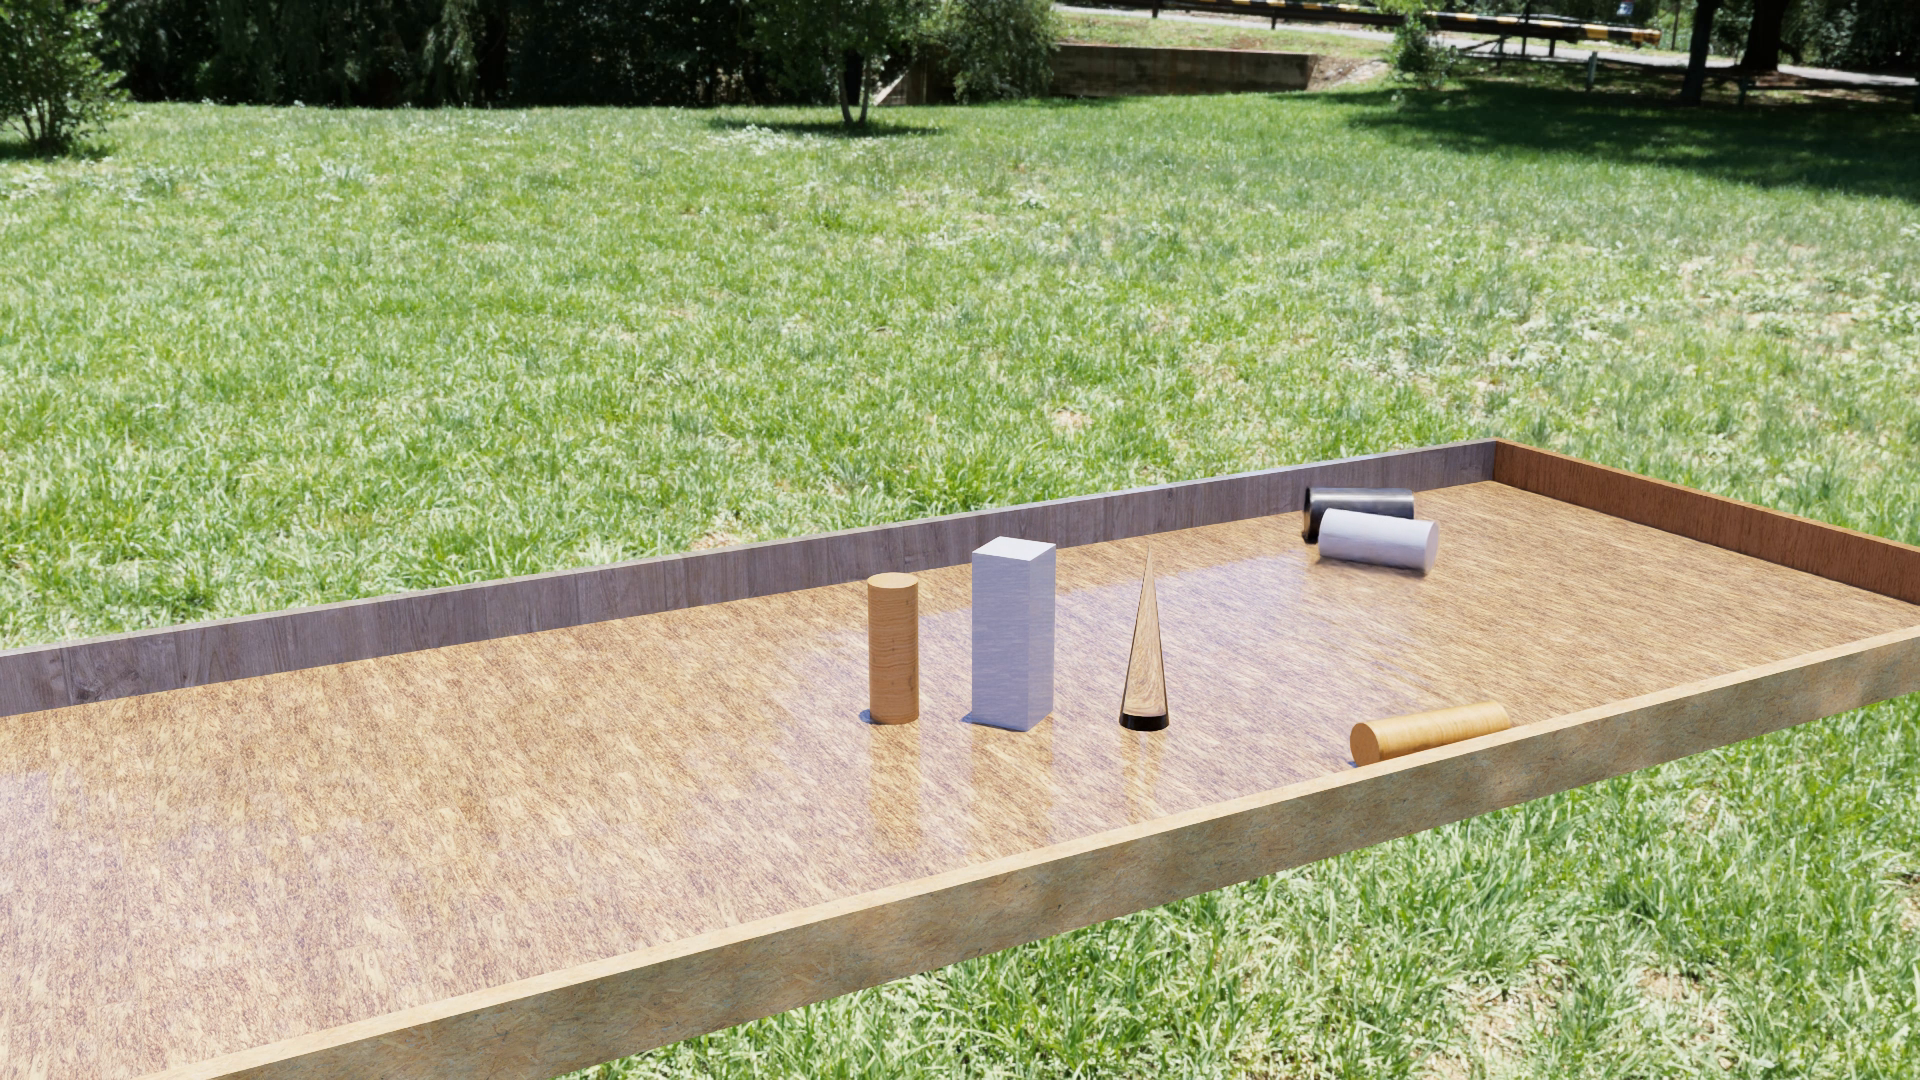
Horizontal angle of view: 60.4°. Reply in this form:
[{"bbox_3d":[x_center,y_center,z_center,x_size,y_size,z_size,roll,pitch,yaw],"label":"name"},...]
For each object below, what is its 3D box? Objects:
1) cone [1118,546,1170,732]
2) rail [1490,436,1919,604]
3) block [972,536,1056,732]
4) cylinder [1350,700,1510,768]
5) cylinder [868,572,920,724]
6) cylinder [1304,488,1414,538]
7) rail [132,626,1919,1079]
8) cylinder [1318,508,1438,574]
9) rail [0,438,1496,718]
[{"bbox_3d":[0.434,0.215,3.831,0.120,0.447,0.120,0,16,0],"label":"cone"},{"bbox_3d":[2.466,-0.048,5.253,0.050,0.150,2.100,-9,18,-27],"label":"rail"},{"bbox_3d":[0.126,0.219,3.872,0.146,0.416,0.146,8,18,26],"label":"block"},{"bbox_3d":[1.047,0.437,3.670,0.349,0.111,0.111,-6,18,-21],"label":"cylinder"},{"bbox_3d":[-0.156,0.256,3.885,0.119,0.338,0.119,0,16,0],"label":"cylinder"},{"bbox_3d":[1.293,-0.086,5.356,0.325,0.164,0.164,1,16,5],"label":"cylinder"},{"bbox_3d":[-2.336,1.006,1.665,12.000,0.150,0.050,-9,18,-27],"label":"rail"},{"bbox_3d":[1.286,0.001,5.073,0.328,0.156,0.156,9,19,28],"label":"cylinder"},{"bbox_3d":[-3.305,0.497,3.399,12.000,0.150,0.050,-9,18,-27],"label":"rail"}]
